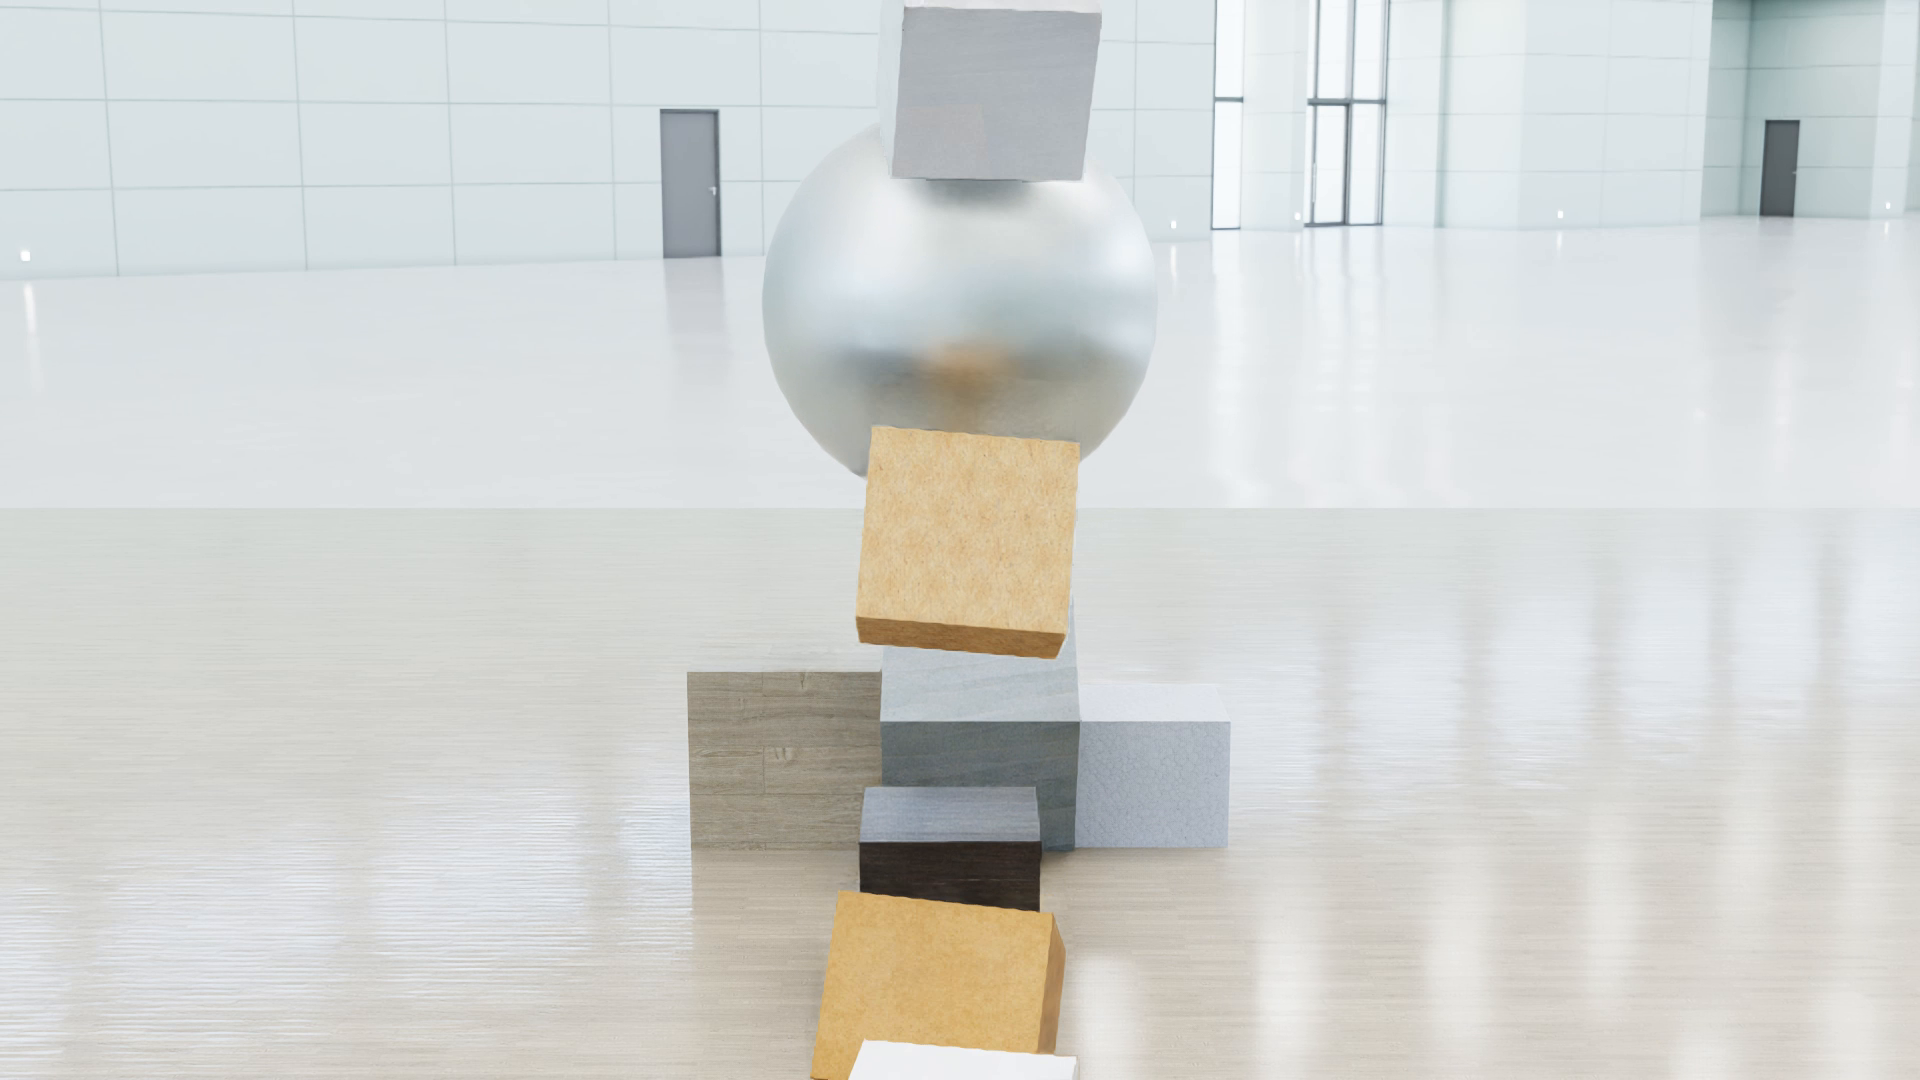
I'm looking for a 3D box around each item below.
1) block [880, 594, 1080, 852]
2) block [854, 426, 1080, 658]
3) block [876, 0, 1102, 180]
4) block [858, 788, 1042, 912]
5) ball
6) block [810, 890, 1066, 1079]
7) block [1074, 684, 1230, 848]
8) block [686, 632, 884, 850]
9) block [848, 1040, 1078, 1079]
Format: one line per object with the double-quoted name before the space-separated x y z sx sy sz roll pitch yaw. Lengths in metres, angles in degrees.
"block" 0.096 0.916 11.048 0.946 0.919 0.898 0 40 0
"block" 0.022 0.020 7.416 0.683 0.634 0.576 5 -11 0
"block" 0.086 -1.782 8.107 0.702 0.652 0.678 0 36 -8
"block" -0.041 1.490 9.265 0.735 0.716 0.631 0 14 0
"ball" 0.000 -0.941 8.861 1.600 1.600 1.600 0 10 0
"block" -0.054 1.639 7.647 0.737 0.630 0.673 5 -21 9
"block" 0.964 1.157 11.373 0.770 0.654 0.744 0 10 0
"block" -0.868 1.023 11.374 0.962 0.918 0.896 0 10 0
"block" -0.019 1.972 6.528 0.659 0.660 0.629 2 24 12
